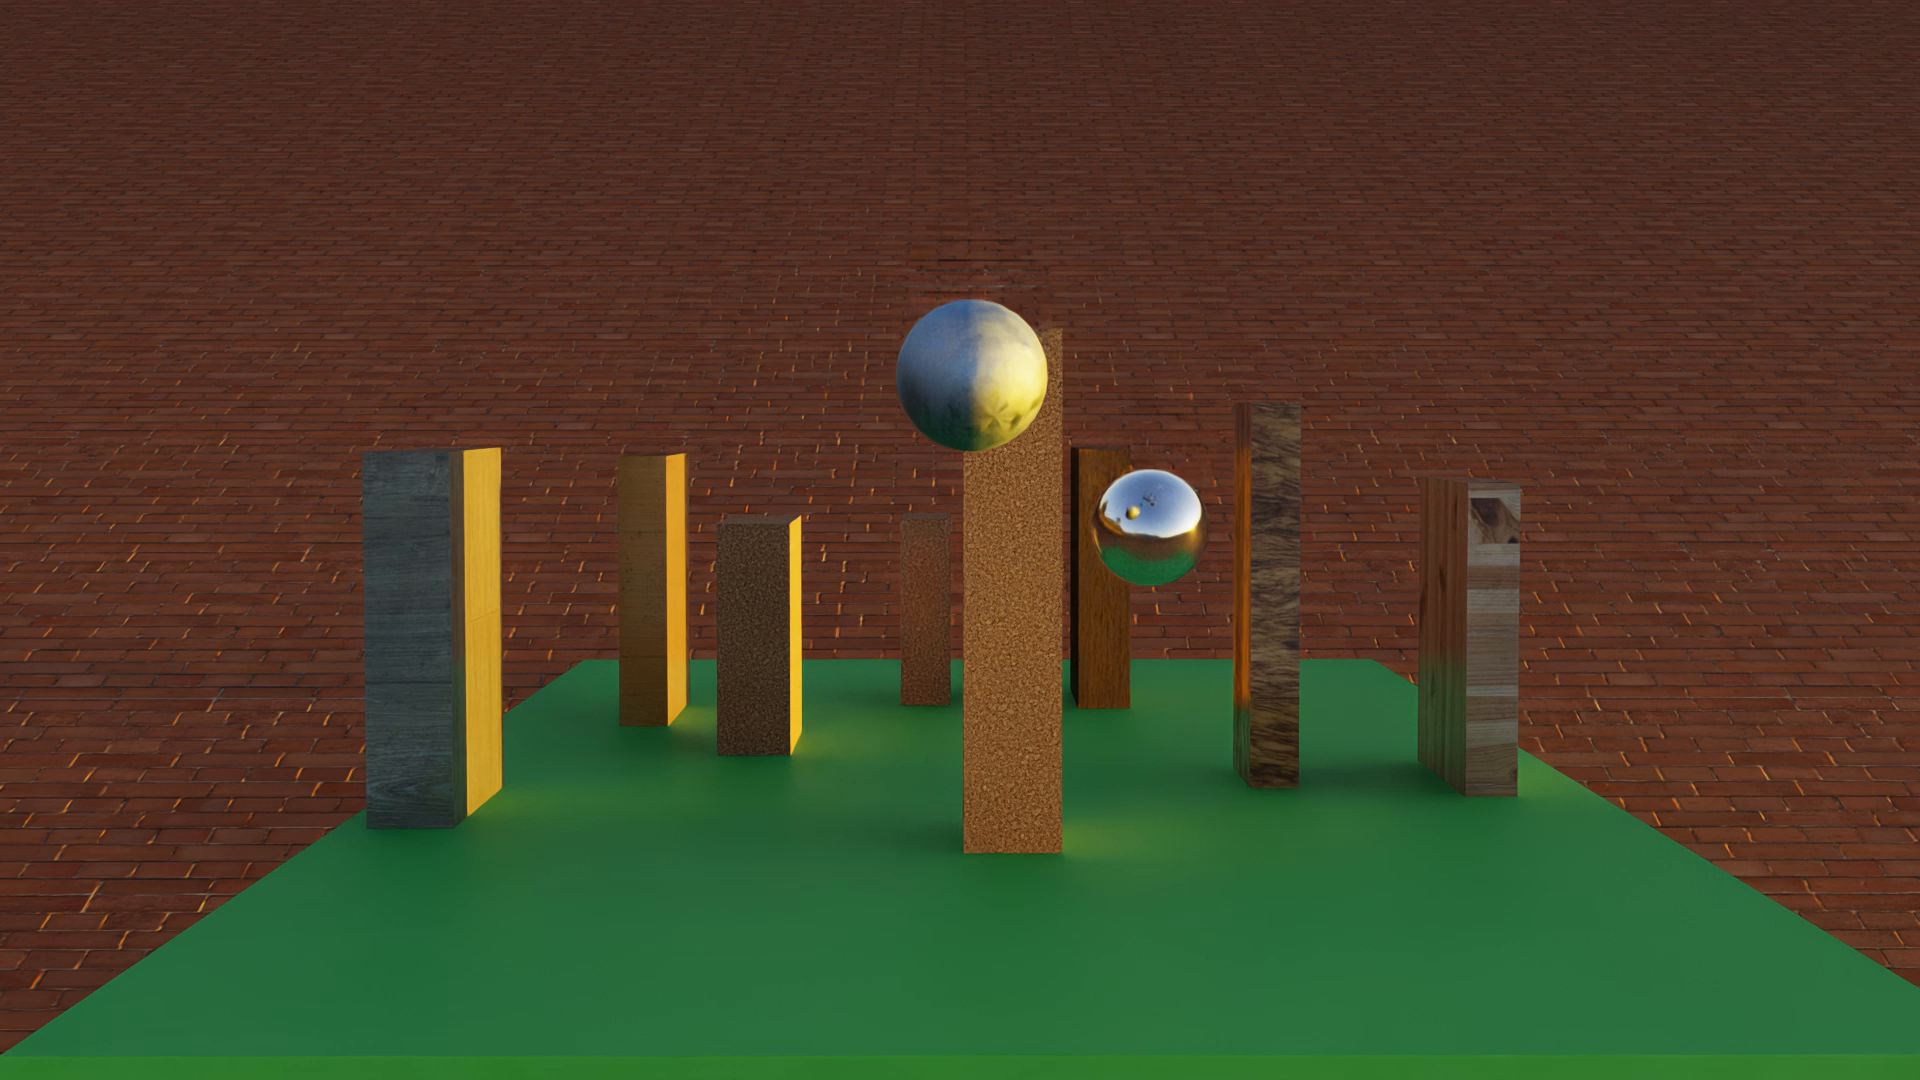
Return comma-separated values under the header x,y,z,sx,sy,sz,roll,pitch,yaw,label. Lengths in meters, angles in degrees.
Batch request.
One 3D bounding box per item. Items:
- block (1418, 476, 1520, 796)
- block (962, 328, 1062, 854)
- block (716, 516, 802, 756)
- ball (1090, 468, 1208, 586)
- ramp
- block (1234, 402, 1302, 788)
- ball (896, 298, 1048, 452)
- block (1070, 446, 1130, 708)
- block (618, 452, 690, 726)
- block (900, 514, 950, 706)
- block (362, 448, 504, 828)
x,y,z,sx,sy,sz,roll,pitch,yaw,label
0.870,0.153,4.418,0.085,0.514,0.435,0,3,0,block
0.075,0.067,3.800,0.141,0.749,0.271,0,3,0,block
-0.379,0.174,4.882,0.134,0.426,0.344,0,3,0,block
0.212,-0.014,2.877,0.132,0.132,0.132,0,22,0,ball
0.050,0.455,4.532,2.000,0.100,4.000,0,3,0,ramp
0.526,0.087,4.424,0.082,0.646,0.260,0,3,0,block
0.012,-0.168,2.625,0.155,0.155,0.155,0,22,0,ball
0.306,0.073,5.632,0.110,0.550,0.386,0,3,0,block
-0.635,0.092,5.359,0.097,0.541,0.435,0,3,0,block
-0.074,0.147,5.651,0.106,0.401,0.294,0,3,0,block
-0.835,0.141,4.104,0.132,0.572,0.438,0,3,0,block
